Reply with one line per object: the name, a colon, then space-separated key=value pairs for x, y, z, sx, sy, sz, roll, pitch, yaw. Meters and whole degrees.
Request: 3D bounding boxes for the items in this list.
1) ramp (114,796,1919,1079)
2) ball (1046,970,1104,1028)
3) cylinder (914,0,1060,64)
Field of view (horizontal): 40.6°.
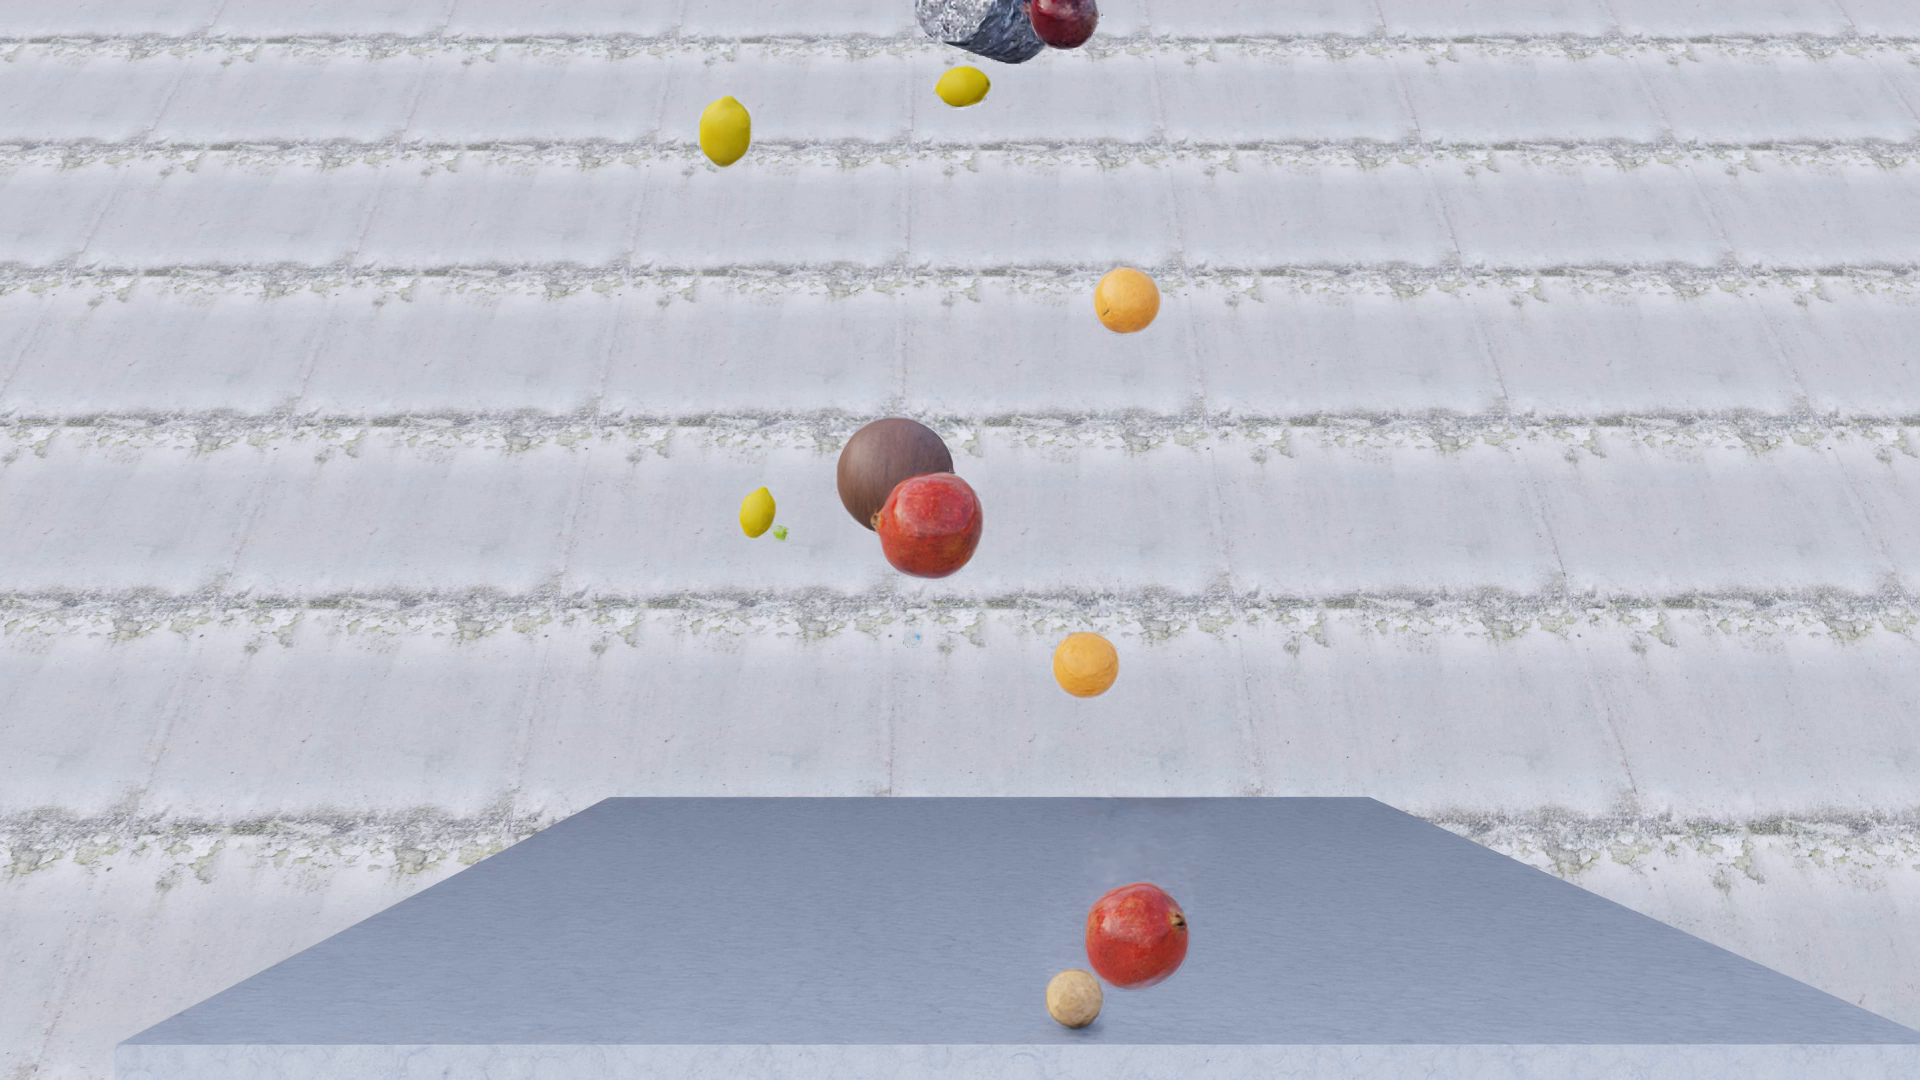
ramp: x=0.077 y=0.663 z=4.832 sx=2.000 sy=0.100 sz=4.000 roll=0 pitch=-2 yaw=0
ball: x=0.130 y=0.522 z=2.957 sx=0.066 sy=0.066 sz=0.066 roll=0 pitch=35 yaw=0
cylinder: x=0.026 y=-0.499 z=2.412 sx=0.096 sy=0.096 sz=0.096 roll=32 pitch=16 yaw=37
